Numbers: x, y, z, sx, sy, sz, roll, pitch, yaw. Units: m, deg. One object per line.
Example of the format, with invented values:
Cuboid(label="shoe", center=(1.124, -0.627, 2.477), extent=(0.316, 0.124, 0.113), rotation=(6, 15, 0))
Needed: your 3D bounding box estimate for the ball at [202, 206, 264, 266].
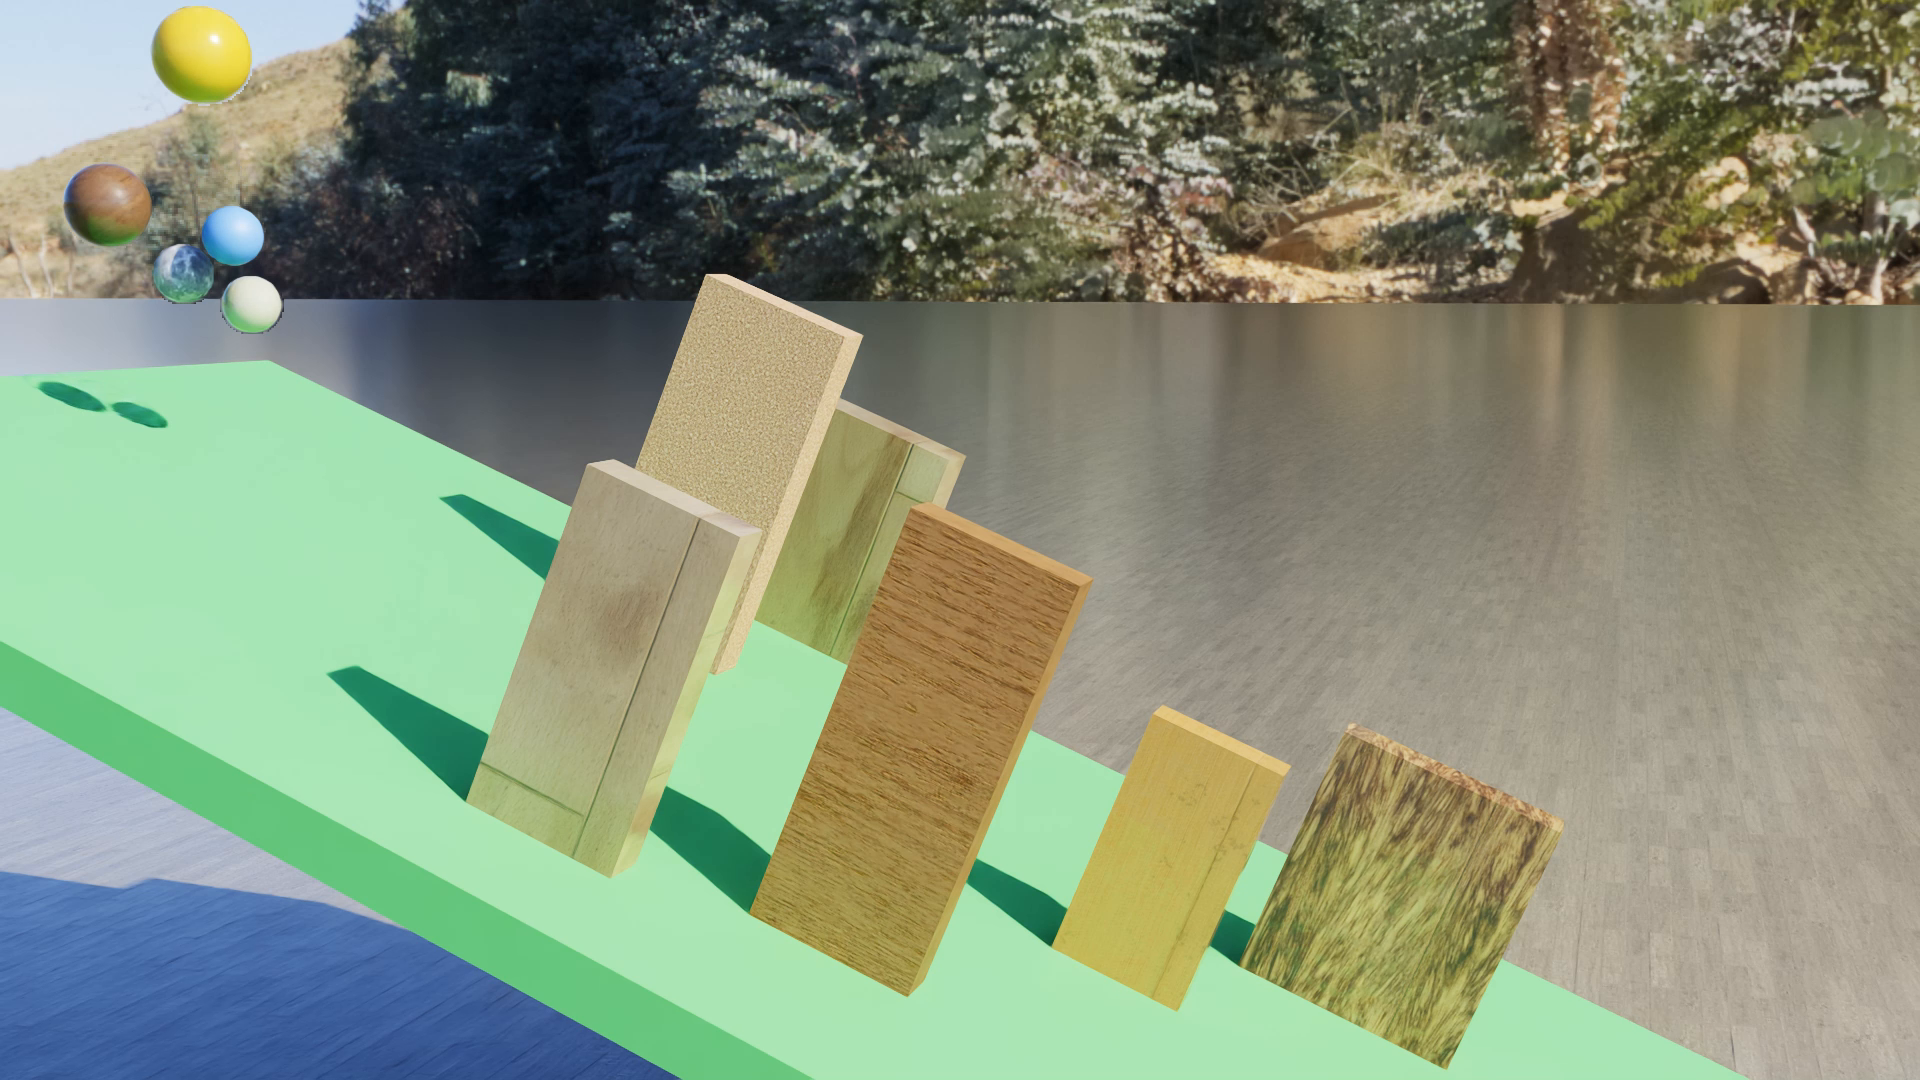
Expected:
Cuboid(label="ball", center=(-1.445, -0.604, 4.370), extent=(0.117, 0.117, 0.117), rotation=(0, 7, 0))

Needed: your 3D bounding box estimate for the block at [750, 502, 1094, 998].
Cuboid(label="block", center=(-0.067, 0.334, 3.498), extent=(0.294, 0.729, 0.088), rotation=(25, 13, 13))

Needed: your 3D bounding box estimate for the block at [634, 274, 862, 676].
Cuboid(label="block", center=(-0.501, -0.137, 4.612), extent=(0.328, 0.768, 0.109), rotation=(25, 13, 13))

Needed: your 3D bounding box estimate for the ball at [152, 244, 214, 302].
Cuboid(label="ball", center=(-1.574, -0.540, 4.459), extent=(0.118, 0.118, 0.118), rotation=(0, 7, 0))

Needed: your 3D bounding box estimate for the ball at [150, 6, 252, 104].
Cuboid(label="ball", center=(-1.569, -1.004, 4.549), extent=(0.199, 0.199, 0.199), rotation=(0, 7, 0))

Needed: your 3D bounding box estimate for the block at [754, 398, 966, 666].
Cuboid(label="block", center=(-0.296, -0.035, 5.066), extent=(0.439, 0.533, 0.132), rotation=(25, 13, 13))

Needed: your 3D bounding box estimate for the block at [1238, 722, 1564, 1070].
Cuboid(label="block", center=(0.823, 0.665, 4.128), extent=(0.427, 0.504, 0.100), rotation=(25, 13, 13))

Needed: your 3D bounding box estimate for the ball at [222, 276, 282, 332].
Cuboid(label="ball", center=(-1.459, -0.486, 4.529), extent=(0.117, 0.117, 0.117), rotation=(0, 7, 0))

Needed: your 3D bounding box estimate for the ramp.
Cuboid(label="ramp", center=(-0.300, 0.529, 4.191), extent=(4.000, 0.100, 2.000), rotation=(25, 13, 13))

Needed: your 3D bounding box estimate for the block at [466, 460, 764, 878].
Cuboid(label="block", center=(-0.555, 0.205, 3.507), extent=(0.277, 0.601, 0.093), rotation=(25, 13, 13))

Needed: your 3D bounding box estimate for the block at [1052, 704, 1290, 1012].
Cuboid(label="block", center=(0.370, 0.561, 3.879), extent=(0.248, 0.471, 0.084), rotation=(25, 13, 13))

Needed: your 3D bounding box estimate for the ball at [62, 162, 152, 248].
Cuboid(label="ball", center=(-1.770, -0.695, 4.566), extent=(0.173, 0.173, 0.173), rotation=(0, 7, 0))
